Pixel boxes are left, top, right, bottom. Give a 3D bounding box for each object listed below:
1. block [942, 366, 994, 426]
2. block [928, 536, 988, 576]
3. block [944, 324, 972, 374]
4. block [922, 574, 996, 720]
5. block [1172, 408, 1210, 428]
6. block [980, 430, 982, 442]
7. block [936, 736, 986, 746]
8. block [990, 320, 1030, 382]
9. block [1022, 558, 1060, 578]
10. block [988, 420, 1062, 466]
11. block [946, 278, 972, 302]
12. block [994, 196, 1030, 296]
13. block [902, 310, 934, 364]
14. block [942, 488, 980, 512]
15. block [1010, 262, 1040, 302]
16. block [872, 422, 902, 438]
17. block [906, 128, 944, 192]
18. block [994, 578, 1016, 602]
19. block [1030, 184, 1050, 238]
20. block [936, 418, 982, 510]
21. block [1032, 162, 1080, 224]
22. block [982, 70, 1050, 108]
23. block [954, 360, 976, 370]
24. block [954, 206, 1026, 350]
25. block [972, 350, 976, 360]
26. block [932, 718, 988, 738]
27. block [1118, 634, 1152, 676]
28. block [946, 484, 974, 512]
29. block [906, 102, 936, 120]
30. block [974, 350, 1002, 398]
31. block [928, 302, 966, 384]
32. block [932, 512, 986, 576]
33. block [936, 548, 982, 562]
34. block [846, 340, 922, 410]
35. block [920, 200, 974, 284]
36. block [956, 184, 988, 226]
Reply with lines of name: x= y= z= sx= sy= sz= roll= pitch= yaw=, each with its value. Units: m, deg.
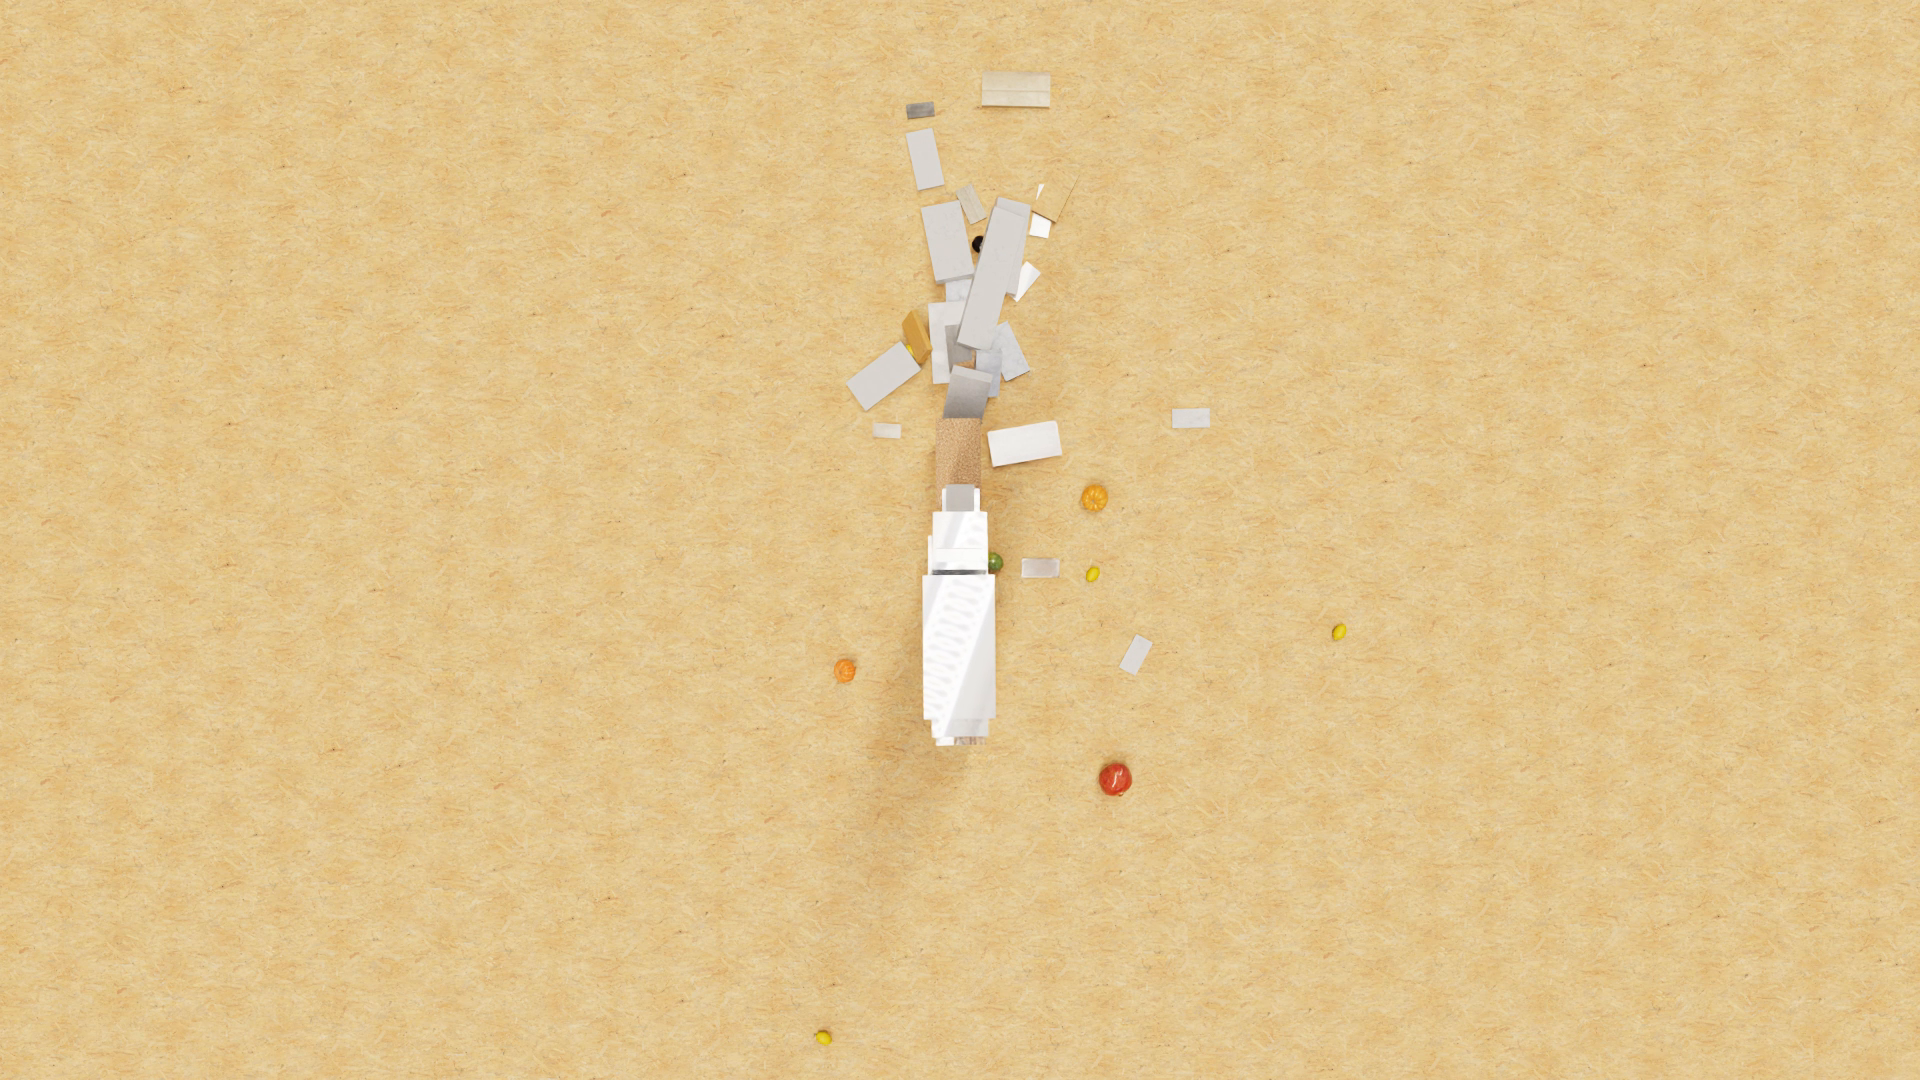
block: x=0.021 y=-0.457 z=5.383 sx=0.131 sy=0.262 sz=0.037 roll=14 pitch=54 yaw=0
block: x=-0.006 y=0.153 z=4.571 sx=0.165 sy=0.047 sz=0.329 roll=0 pitch=90 yaw=0
block: x=-0.003 y=-0.625 z=5.388 sx=0.079 sy=0.022 sz=0.158 roll=-6 pitch=95 yaw=-3
block: x=-0.002 y=0.249 z=3.859 sx=0.167 sy=0.047 sz=0.334 roll=0 pitch=90 yaw=0
block: x=0.768 y=-0.405 z=5.491 sx=0.124 sy=0.018 sz=0.062 roll=-1 pitch=90 yaw=0
block: x=-0.003 y=-0.336 z=5.358 sx=0.142 sy=0.284 sz=0.040 roll=5 pitch=91 yaw=0
block: x=0.002 y=0.470 z=5.025 sx=0.152 sy=0.043 sz=0.304 roll=0 pitch=90 yaw=0
block: x=0.155 y=-0.627 z=5.487 sx=0.090 sy=0.026 sz=0.181 roll=-25 pitch=90 yaw=0
block: x=0.268 y=0.093 z=5.491 sx=0.126 sy=0.018 sz=0.063 roll=0 pitch=90 yaw=0
block: x=0.214 y=-0.321 z=5.484 sx=0.232 sy=0.033 sz=0.116 roll=-10 pitch=91 yaw=-1
block: x=0.003 y=-0.764 z=5.459 sx=0.097 sy=0.027 sz=0.194 roll=-1 pitch=90 yaw=0
block: x=0.152 y=-0.969 z=5.451 sx=0.116 sy=0.033 sz=0.307 roll=11 pitch=83 yaw=-16
block: x=-0.141 y=-0.670 z=5.435 sx=0.022 sy=0.079 sz=0.158 roll=-7 pitch=64 yaw=-33
block: x=0.003 y=-0.042 z=4.938 sx=0.111 sy=0.031 sz=0.221 roll=0 pitch=91 yaw=0
block: x=0.206 y=-0.859 z=5.491 sx=0.062 sy=0.017 sz=0.123 roll=40 pitch=90 yaw=0
block: x=-0.244 y=-0.364 z=5.493 sx=0.093 sy=0.013 sz=0.046 roll=4 pitch=90 yaw=0
block: x=-0.116 y=-1.265 z=5.487 sx=0.090 sy=0.026 sz=0.192 roll=-12 pitch=90 yaw=0
block: x=0.118 y=0.171 z=5.491 sx=0.126 sy=0.018 sz=0.063 roll=-12 pitch=90 yaw=0
block: x=0.278 y=-1.094 z=5.491 sx=0.062 sy=0.018 sz=0.171 roll=11 pitch=90 yaw=0
block: x=-0.005 y=-0.240 z=5.196 sx=0.142 sy=0.040 sz=0.283 roll=0 pitch=90 yaw=0
block: x=0.317 y=-1.153 z=5.470 sx=0.090 sy=0.026 sz=0.181 roll=26 pitch=90 yaw=0
block: x=0.186 y=-1.496 z=5.484 sx=0.226 sy=0.032 sz=0.113 roll=1 pitch=90 yaw=0
block: x=0.033 y=-0.514 z=5.399 sx=0.079 sy=0.022 sz=0.158 roll=-12 pitch=131 yaw=1
block: x=0.099 y=-0.849 z=5.389 sx=0.113 sy=0.032 sz=0.472 roll=18 pitch=81 yaw=-15
block: x=0.014 y=-0.547 z=5.463 sx=0.097 sy=0.027 sz=0.194 roll=-10 pitch=97 yaw=1
block: x=-0.002 y=0.358 z=4.237 sx=0.145 sy=0.041 sz=0.290 roll=-1 pitch=90 yaw=0
block: x=0.585 y=0.382 z=5.491 sx=0.062 sy=0.018 sz=0.124 roll=28 pitch=90 yaw=0
block: x=0.001 y=-0.092 z=4.860 sx=0.084 sy=0.024 sz=0.168 roll=-1 pitch=52 yaw=0
block: x=-0.132 y=-1.431 z=5.493 sx=0.093 sy=0.013 sz=0.046 roll=-7 pitch=90 yaw=0
block: x=0.089 y=-0.540 z=5.355 sx=0.084 sy=0.024 sz=0.168 roll=-2 pitch=130 yaw=-7
block: x=-0.031 y=-0.648 z=5.414 sx=0.131 sy=0.037 sz=0.262 roll=-4 pitch=95 yaw=-3
block: x=0.000 y=0.066 z=4.251 sx=0.138 sy=0.039 sz=0.276 roll=0 pitch=90 yaw=0
block: x=-0.002 y=0.037 z=4.119 sx=0.113 sy=0.226 sz=0.032 roll=0 pitch=90 yaw=0
block: x=-0.251 y=-0.543 z=5.460 sx=0.232 sy=0.033 sz=0.116 roll=-36 pitch=90 yaw=12
block: x=-0.040 y=-0.984 z=5.453 sx=0.131 sy=0.037 sz=0.262 roll=-11 pitch=77 yaw=0
block: x=0.037 y=-1.117 z=5.491 sx=0.062 sy=0.017 sz=0.123 roll=-25 pitch=90 yaw=0
